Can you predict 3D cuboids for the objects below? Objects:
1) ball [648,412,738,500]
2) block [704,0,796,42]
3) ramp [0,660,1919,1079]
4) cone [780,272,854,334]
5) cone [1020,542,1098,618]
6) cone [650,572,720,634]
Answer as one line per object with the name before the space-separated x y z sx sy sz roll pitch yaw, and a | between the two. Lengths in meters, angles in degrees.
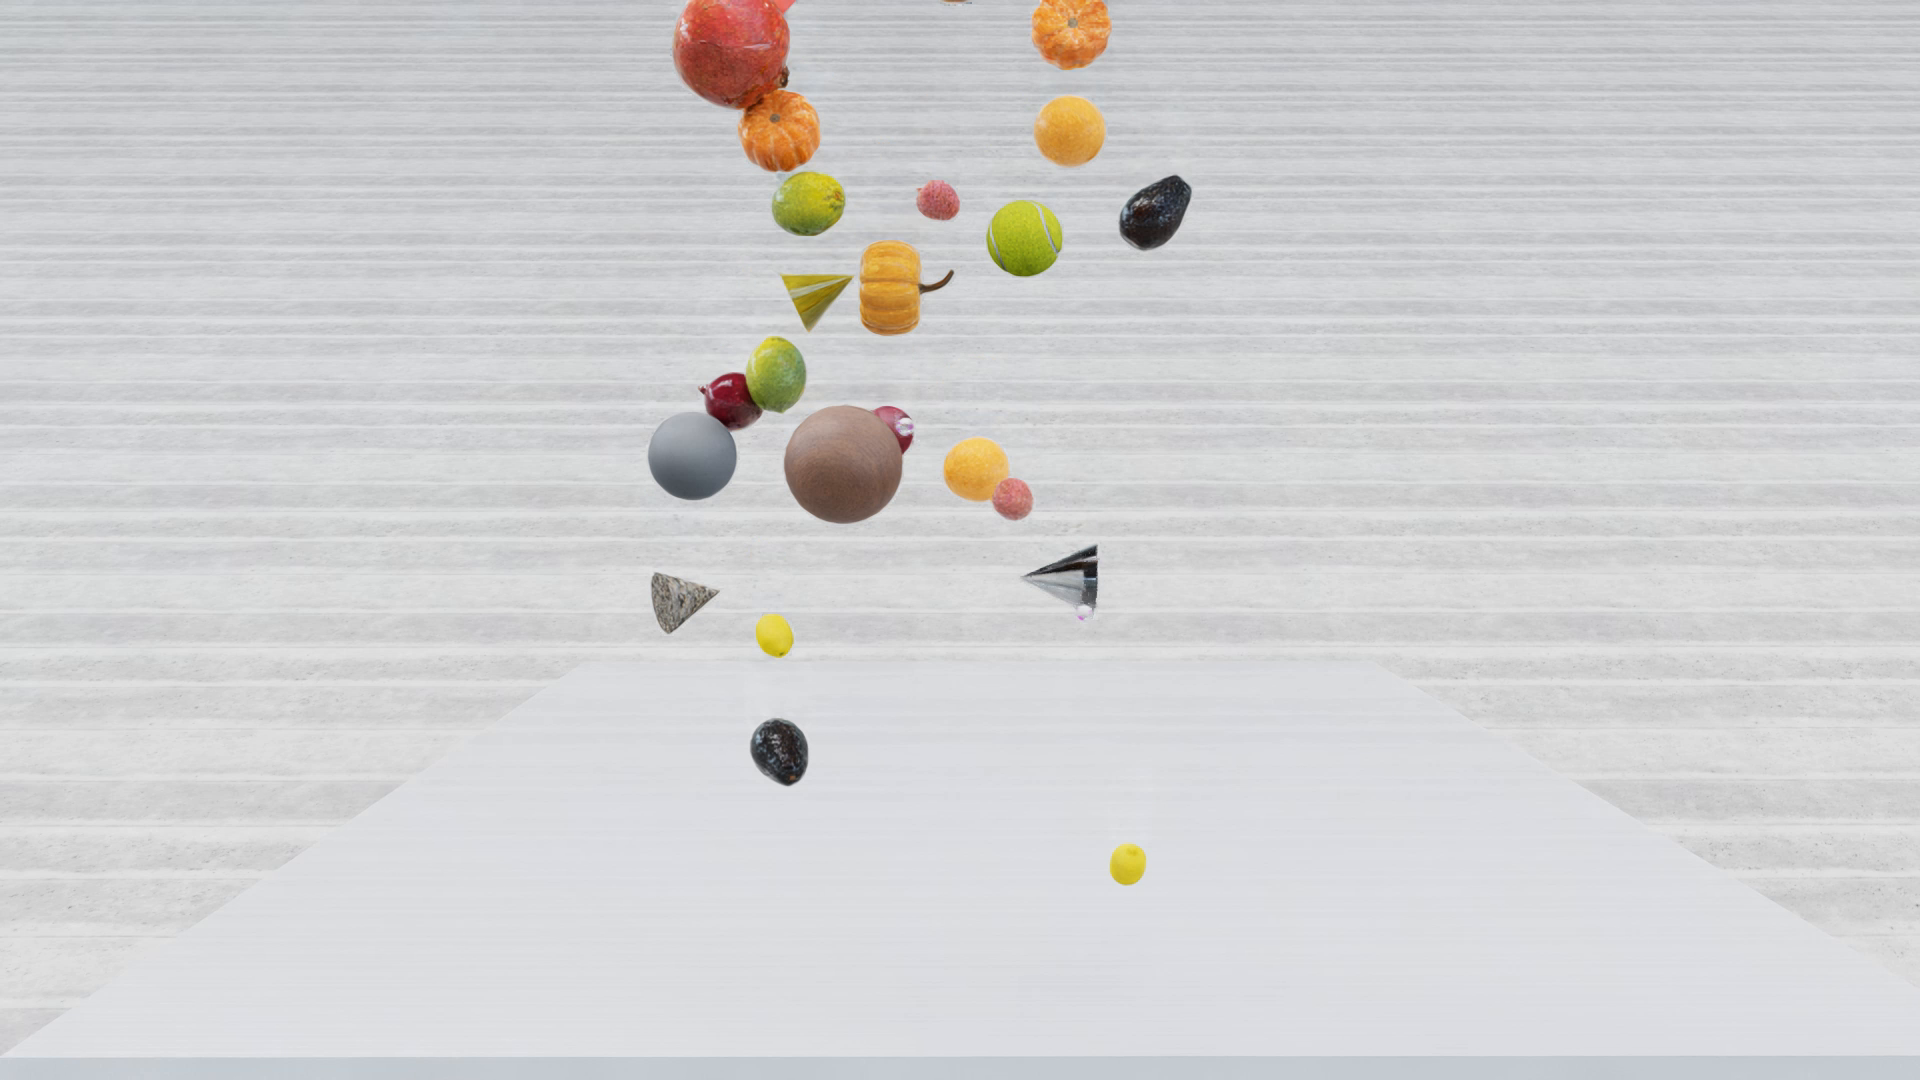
ball | -0.259 -0.082 2.488 0.086 0.086 0.086 0 22 0
block | -0.208 -0.548 2.417 0.094 0.094 0.094 -44 50 0
ramp | 0.051 0.458 4.533 2.000 0.100 4.000 0 3 0
cone | -0.132 -0.244 2.510 0.066 0.066 0.066 -25 24 -1
cone | 0.108 0.043 2.853 0.087 0.087 0.087 2 22 2
cone | -0.277 0.059 2.659 0.065 0.065 0.065 -12 25 -25
